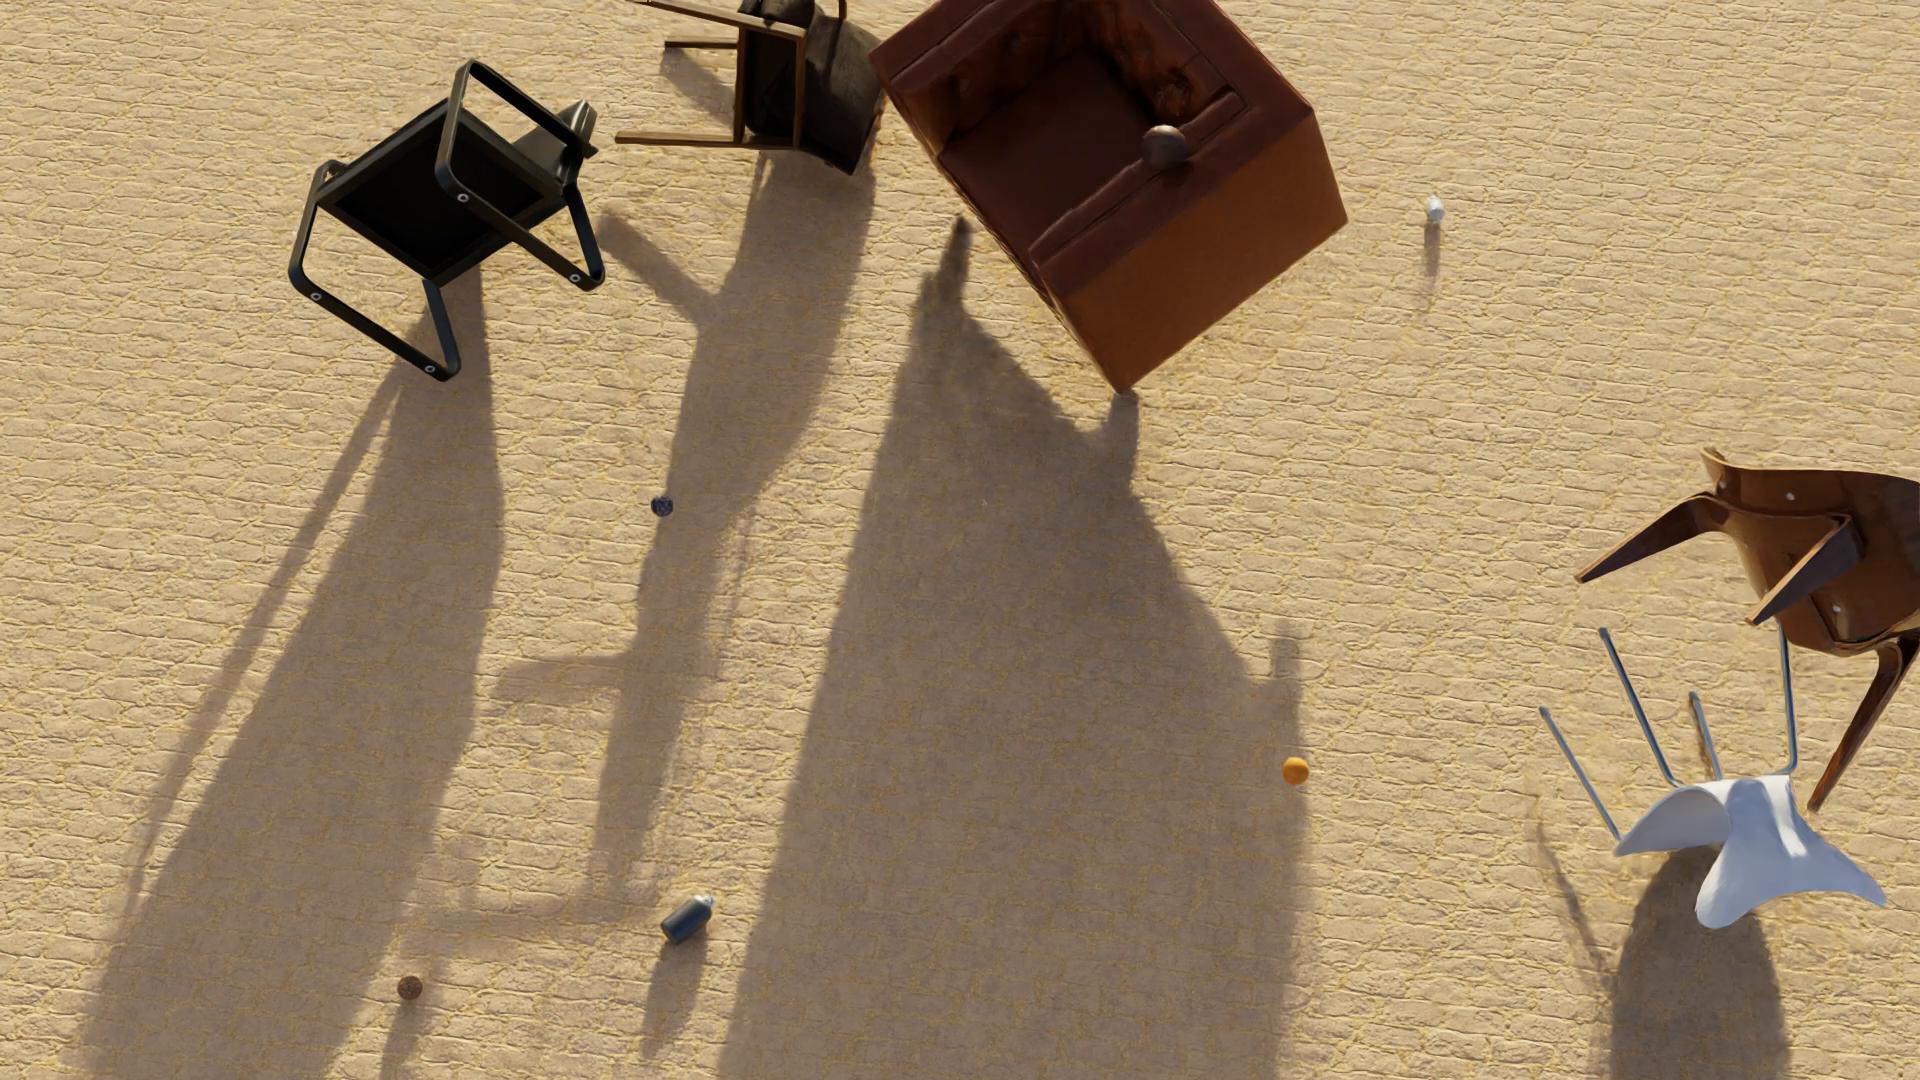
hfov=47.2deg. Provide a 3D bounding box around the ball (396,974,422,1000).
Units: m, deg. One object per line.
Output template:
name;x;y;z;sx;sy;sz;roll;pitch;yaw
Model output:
ball;-1.439;1.170;5.749;0.065;0.065;0.065;0;56;0

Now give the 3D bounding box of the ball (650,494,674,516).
ball;-0.892;-0.104;6.584;0.067;0.067;0.067;0;56;0
